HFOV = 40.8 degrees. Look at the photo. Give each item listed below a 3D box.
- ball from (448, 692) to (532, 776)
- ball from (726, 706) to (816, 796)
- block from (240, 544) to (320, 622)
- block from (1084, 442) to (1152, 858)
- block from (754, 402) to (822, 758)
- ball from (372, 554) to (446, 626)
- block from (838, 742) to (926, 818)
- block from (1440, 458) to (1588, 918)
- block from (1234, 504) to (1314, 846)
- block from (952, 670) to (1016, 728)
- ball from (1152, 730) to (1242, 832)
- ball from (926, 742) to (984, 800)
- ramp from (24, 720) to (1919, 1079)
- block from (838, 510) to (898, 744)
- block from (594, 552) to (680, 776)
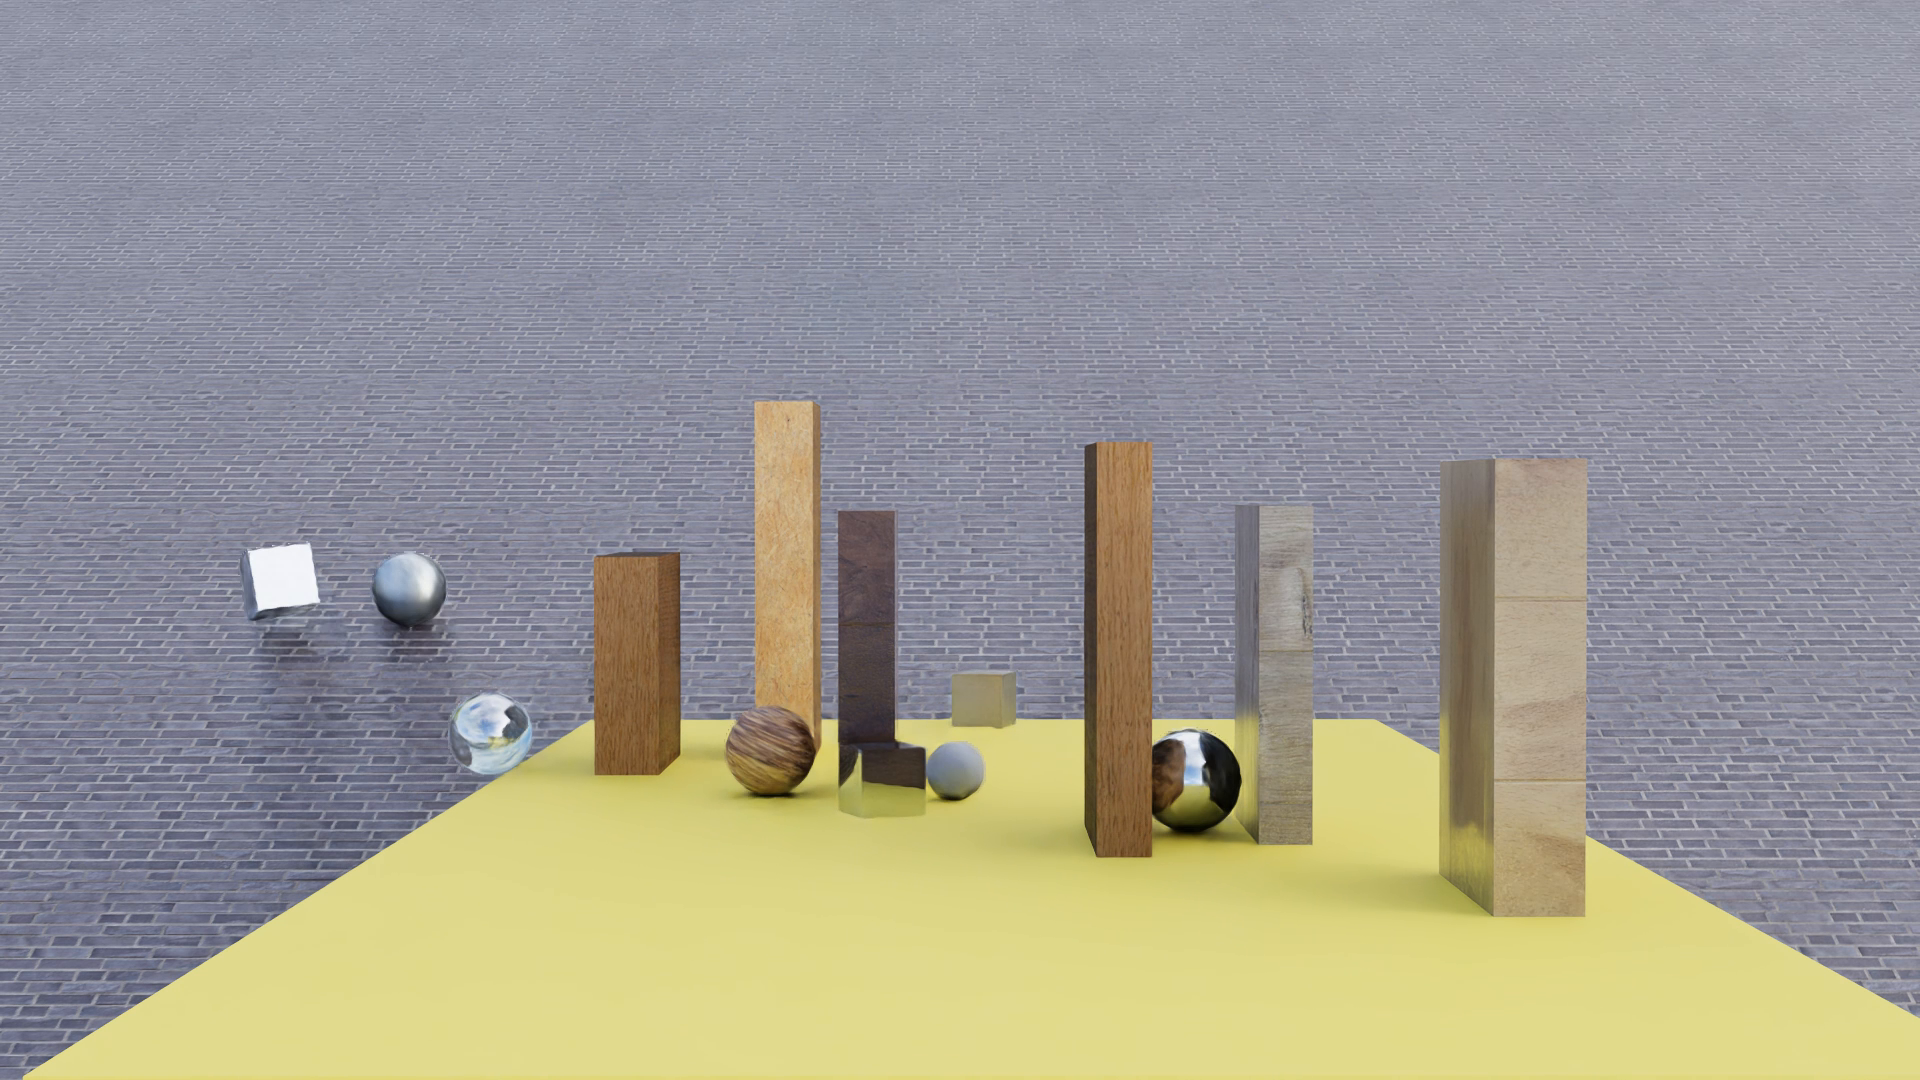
[{"bbox_3d":[-0.984,0.406,5.410,0.173,0.173,0.173,0,27,0],"label":"ball"},{"bbox_3d":[-0.363,0.404,4.948,0.171,0.171,0.171,0,27,0],"label":"ball"},{"bbox_3d":[-1.873,0.117,7.102,0.165,0.165,0.165,-8,-9,-26],"label":"block"},{"bbox_3d":[0.262,0.171,4.306,0.088,0.661,0.403,0,1,0],"label":"block"},{"bbox_3d":[-0.380,0.087,5.728,0.125,0.776,0.327,0,1,0],"label":"block"},{"bbox_3d":[-1.533,0.138,7.190,0.203,0.203,0.203,0,27,0],"label":"ball"},{"bbox_3d":[-0.142,0.434,4.681,0.122,0.122,0.122,0,1,-22],"label":"block"},{"bbox_3d":[0.794,0.199,3.731,0.126,0.628,0.400,0,1,0],"label":"block"},{"bbox_3d":[0.537,0.220,4.436,0.089,0.559,0.371,0,1,0],"label":"block"},{"bbox_3d":[0.060,0.395,6.431,0.131,0.131,0.131,0,1,16],"label":"block"},{"bbox_3d":[0.394,0.412,4.419,0.176,0.176,0.176,0,27,0],"label":"ball"},{"bbox_3d":[-0.009,0.436,4.870,0.111,0.111,0.111,0,27,0],"label":"ball"},{"bbox_3d":[0.061,0.547,4.583,2.000,0.100,4.000,0,1,0],"label":"ramp"},{"bbox_3d":[-0.176,0.215,5.009,0.107,0.547,0.294,0,1,0],"label":"block"},{"bbox_3d":[-0.685,0.255,5.504,0.132,0.449,0.417,0,1,0],"label":"block"}]
